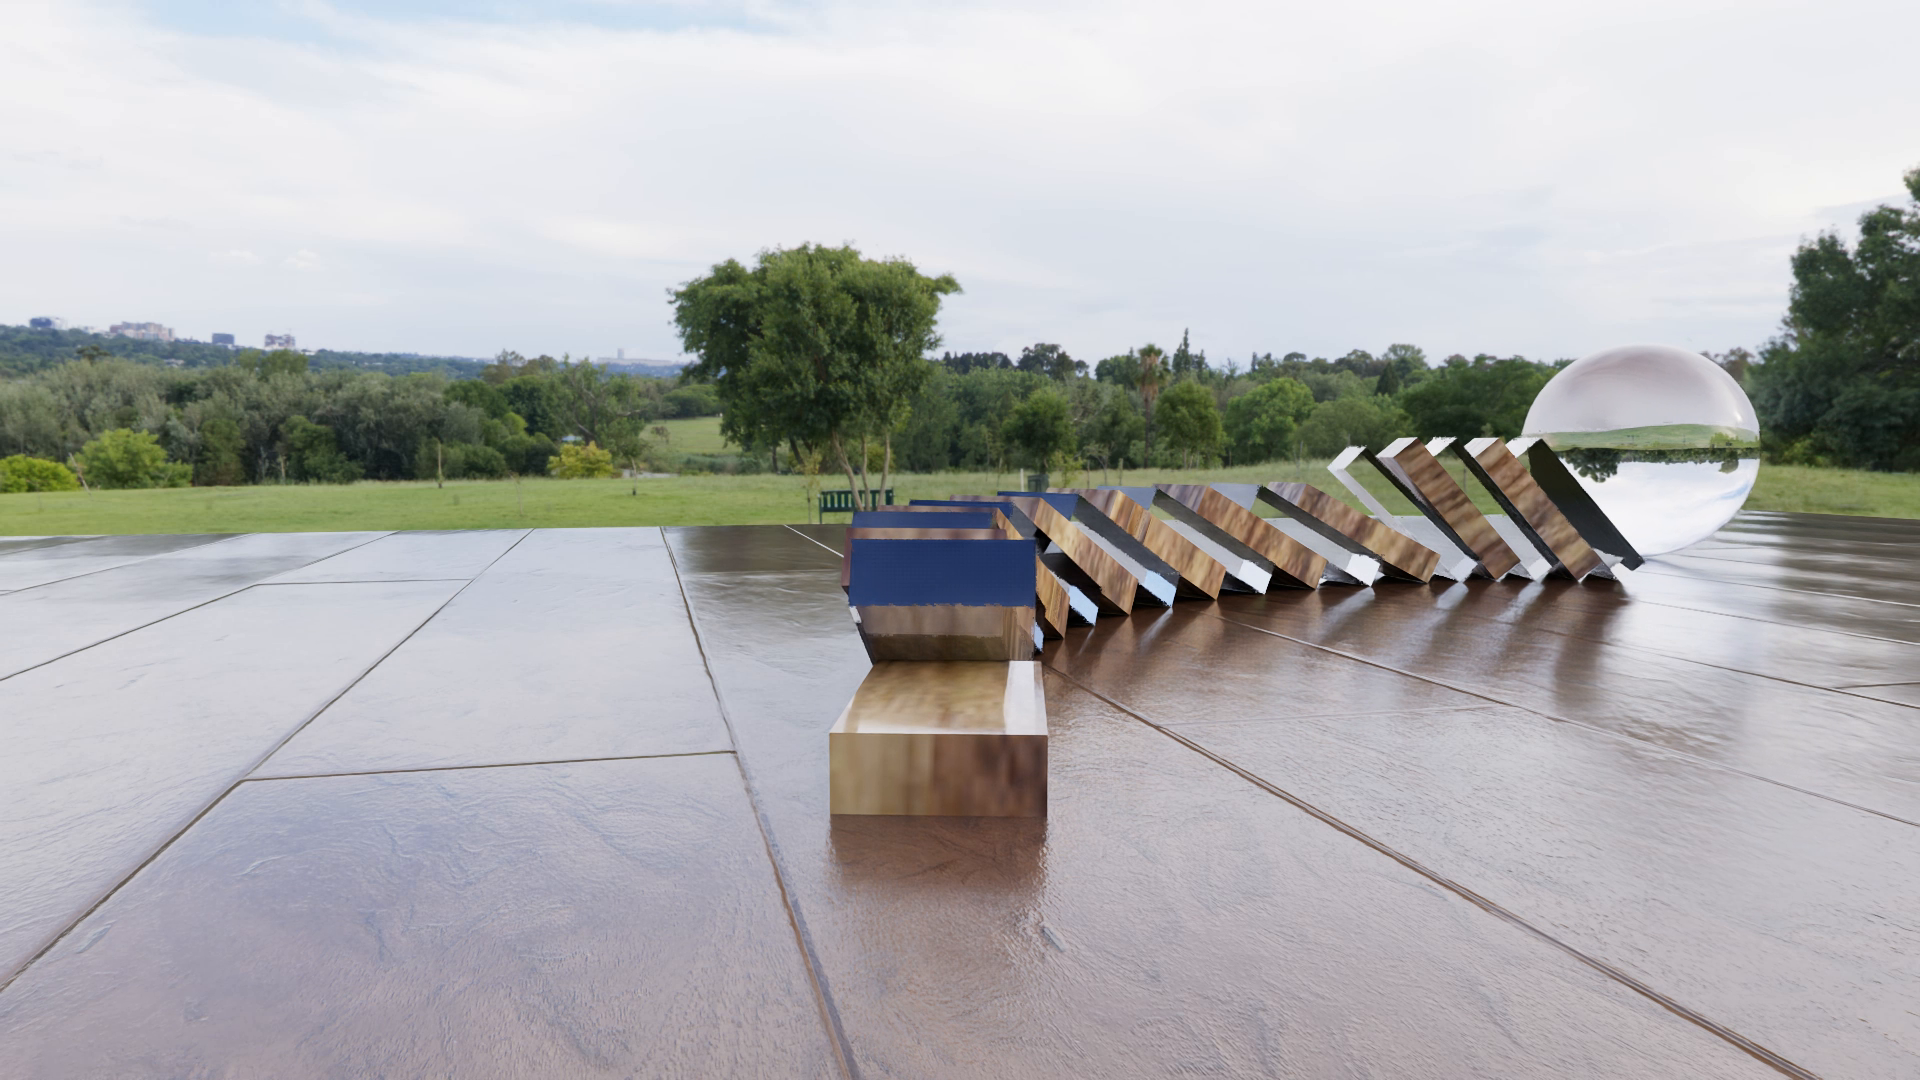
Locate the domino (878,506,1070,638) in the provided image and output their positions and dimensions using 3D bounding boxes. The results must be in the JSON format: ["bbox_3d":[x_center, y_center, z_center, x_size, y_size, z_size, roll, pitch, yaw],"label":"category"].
[{"bbox_3d":[0.003,0.007,0.266,0.025,0.009,0.050,2,-22,23],"label":"domino"}]

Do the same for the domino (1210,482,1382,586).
[{"bbox_3d":[0.100,-0.002,0.387,0.050,0.010,0.025,27,-7,-23],"label":"domino"}]

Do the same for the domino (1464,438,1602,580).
[{"bbox_3d":[0.181,-0.010,0.411,0.010,0.050,0.025,-40,0,7],"label":"domino"}]

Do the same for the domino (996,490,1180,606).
[{"bbox_3d":[0.032,0.003,0.328,0.025,0.010,0.050,4,-21,42],"label":"domino"}]

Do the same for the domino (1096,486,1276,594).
[{"bbox_3d":[0.063,0.000,0.362,0.050,0.010,0.025,29,-12,-31],"label":"domino"}]

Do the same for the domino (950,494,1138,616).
[{"bbox_3d":[0.020,0.004,0.309,0.025,0.009,0.050,3,-21,37],"label":"domino"}]

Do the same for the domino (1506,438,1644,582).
[{"bbox_3d":[0.193,-0.010,0.409,0.009,0.050,0.025,-40,0,7],"label":"domino"}]

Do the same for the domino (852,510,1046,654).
[{"bbox_3d":[-0.001,0.009,0.243,0.025,0.010,0.050,1,-22,16],"label":"domino"}]

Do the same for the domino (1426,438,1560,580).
[{"bbox_3d":[0.169,-0.011,0.413,0.010,0.050,0.025,-40,0,7],"label":"domino"}]

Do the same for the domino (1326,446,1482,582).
[{"bbox_3d":[0.141,-0.009,0.409,0.050,0.010,0.025,44,6,0],"label":"domino"}]

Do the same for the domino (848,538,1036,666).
[{"bbox_3d":[-0.001,0.013,0.196,0.025,0.010,0.050,0,-20,3],"label":"domino"}]

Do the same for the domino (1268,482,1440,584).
[{"bbox_3d":[0.120,-0.003,0.399,0.050,0.010,0.025,26,-1,-12],"label":"domino"}]

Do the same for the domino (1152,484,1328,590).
[{"bbox_3d":[0.080,-0.001,0.375,0.050,0.009,0.025,28,-9,-27],"label":"domino"}]

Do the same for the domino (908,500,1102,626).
[{"bbox_3d":[0.010,0.006,0.288,0.025,0.010,0.050,3,-21,30],"label":"domino"}]

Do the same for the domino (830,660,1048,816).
[{"bbox_3d":[-0.001,0.025,0.172,0.025,0.009,0.050,0,4,3],"label":"domino"}]

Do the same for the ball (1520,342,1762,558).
[{"bbox_3d":[0.252,-0.033,0.478,0.080,0.080,0.080,0,4,0],"label":"ball"}]

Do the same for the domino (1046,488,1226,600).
[{"bbox_3d":[0.047,0.001,0.345,0.050,0.009,0.025,31,-17,-39],"label":"domino"}]

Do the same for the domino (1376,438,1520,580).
[{"bbox_3d":[0.156,-0.011,0.412,0.010,0.050,0.025,-40,0,7],"label":"domino"}]

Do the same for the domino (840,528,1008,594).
[{"bbox_3d":[-0.002,0.011,0.220,0.025,0.009,0.050,1,-20,8],"label":"domino"}]
